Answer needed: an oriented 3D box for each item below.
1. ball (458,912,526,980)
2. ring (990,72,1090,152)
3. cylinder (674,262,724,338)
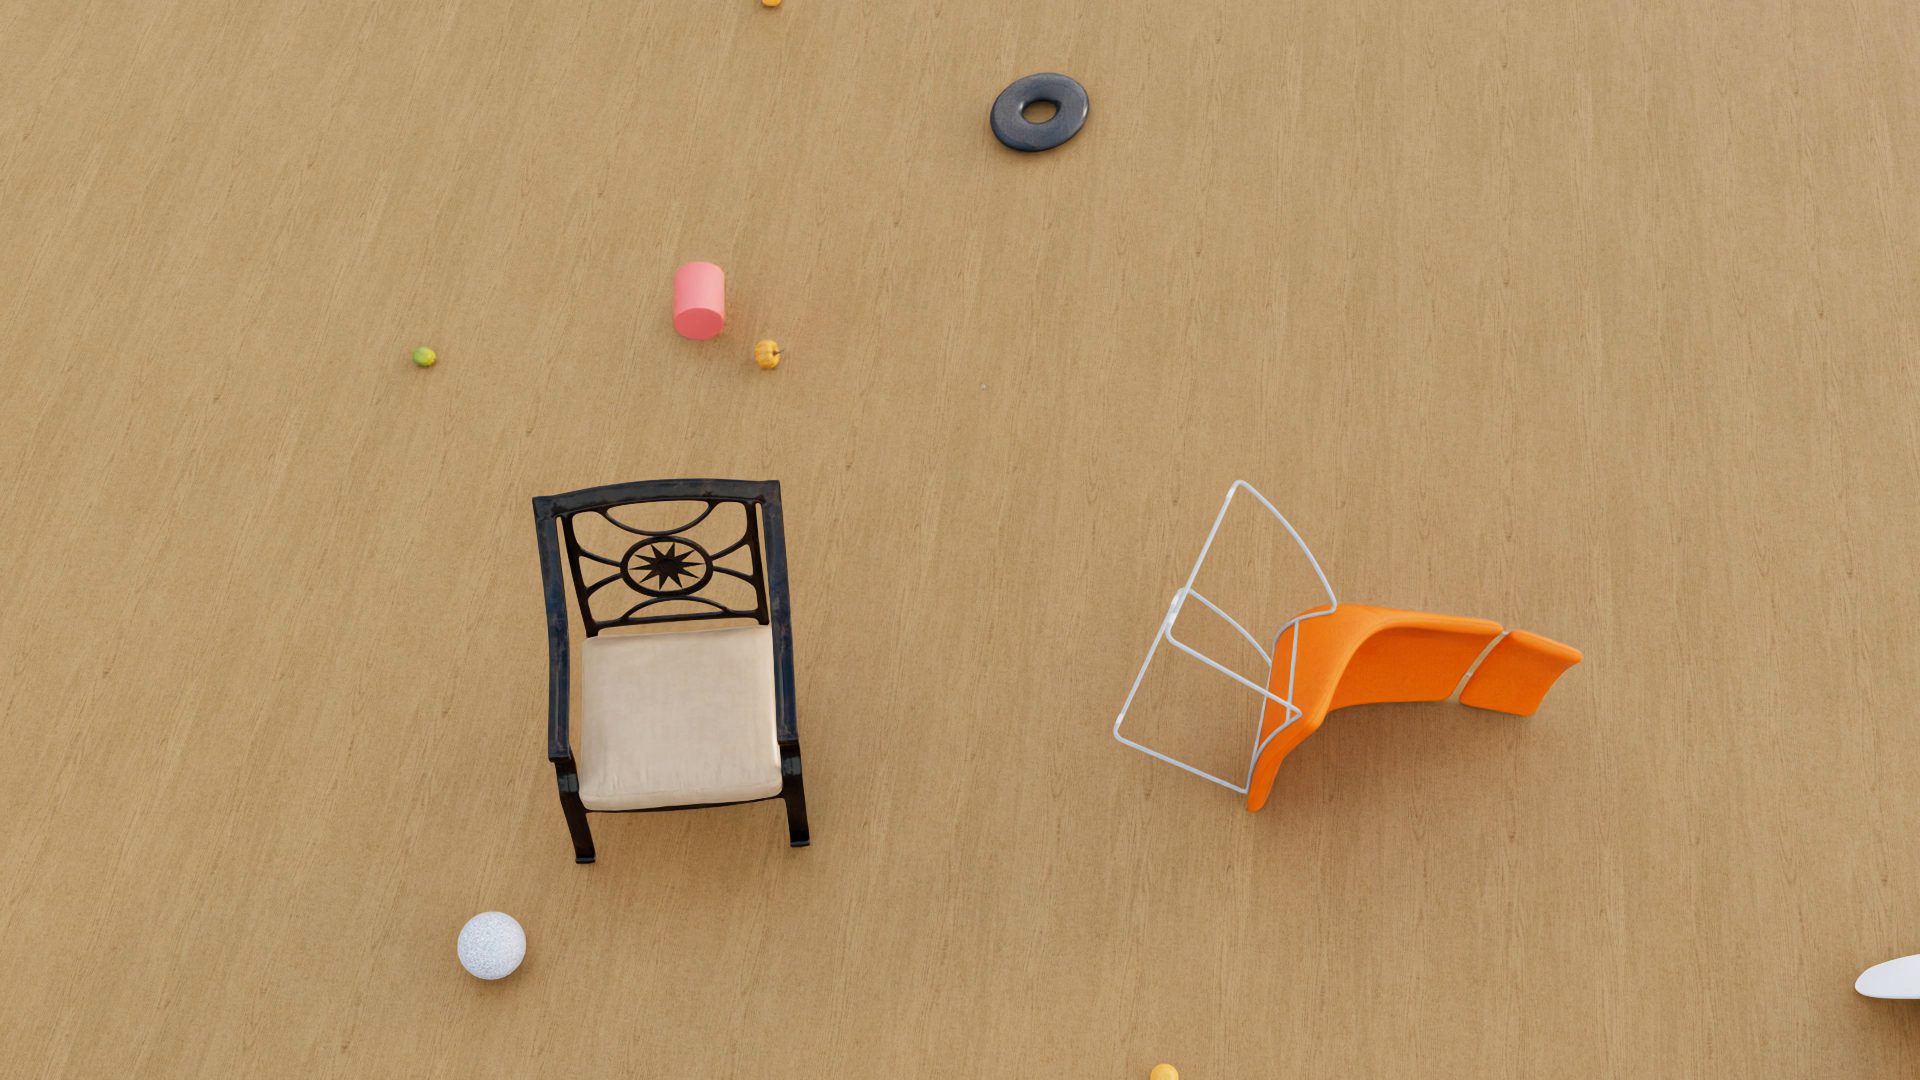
[{"bbox_3d":[-1.225,1.061,5.755,0.177,0.177,0.177,0,56,0],"label":"ball"},{"bbox_3d":[0.273,-1.464,7.517,0.314,0.066,0.389,33,62,19],"label":"ring"},{"bbox_3d":[-0.827,-0.762,6.993,0.158,0.152,0.190,-22,52,25],"label":"cylinder"}]
